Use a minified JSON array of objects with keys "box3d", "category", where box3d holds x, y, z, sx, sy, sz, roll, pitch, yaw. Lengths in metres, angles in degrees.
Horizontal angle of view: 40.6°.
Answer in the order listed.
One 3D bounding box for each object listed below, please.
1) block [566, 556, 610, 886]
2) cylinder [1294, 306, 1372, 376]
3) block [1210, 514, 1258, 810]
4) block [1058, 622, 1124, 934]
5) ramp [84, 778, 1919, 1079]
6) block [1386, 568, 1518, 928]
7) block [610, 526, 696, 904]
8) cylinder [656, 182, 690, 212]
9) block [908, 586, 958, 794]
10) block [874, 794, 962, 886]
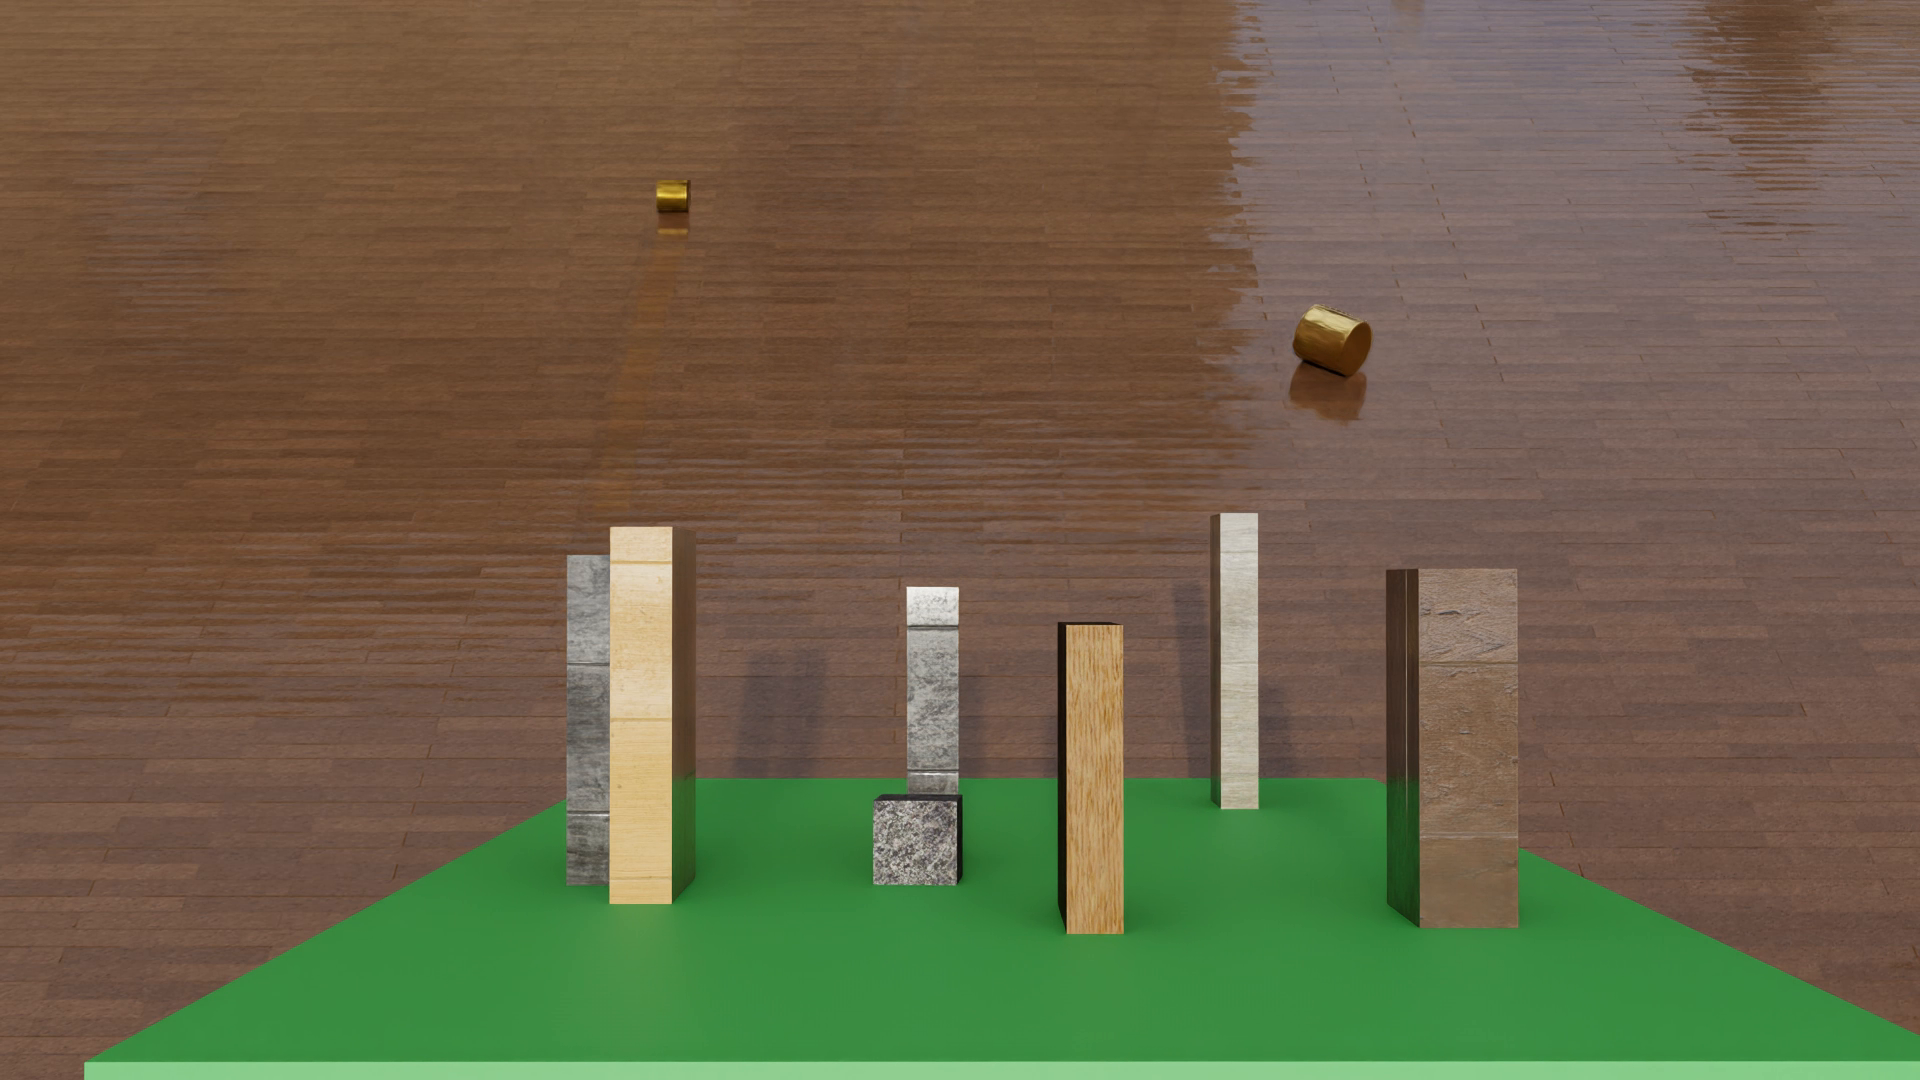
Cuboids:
[{"box3d":[-0.615,0.306,4.570,0.092,0.554,0.427,0,-1,0],"category":"block"},{"box3d":[1.255,-0.671,8.734,0.189,0.189,0.189,25,40,34],"category":"cylinder"},{"box3d":[0.628,0.274,5.948,0.084,0.664,0.242,0,-1,0],"category":"block"},{"box3d":[0.195,0.349,3.920,0.082,0.446,0.341,0,-1,0],"category":"block"},{"box3d":[0.073,0.636,4.743,2.000,0.100,4.000,0,-1,0],"category":"ramp"},{"box3d":[0.747,0.309,3.957,0.145,0.528,0.293,0,-1,0],"category":"block"},{"box3d":[-0.505,0.280,4.289,0.098,0.596,0.371,0,-1,0],"category":"block"},{"box3d":[-1.081,-1.292,9.775,0.109,0.109,0.109,1,33,1],"category":"cylinder"},{"box3d":[-0.047,0.335,4.699,0.089,0.500,0.389,0,-1,0],"category":"block"},{"box3d":[-0.071,0.510,4.429,0.141,0.141,0.141,0,-1,4],"category":"block"}]
